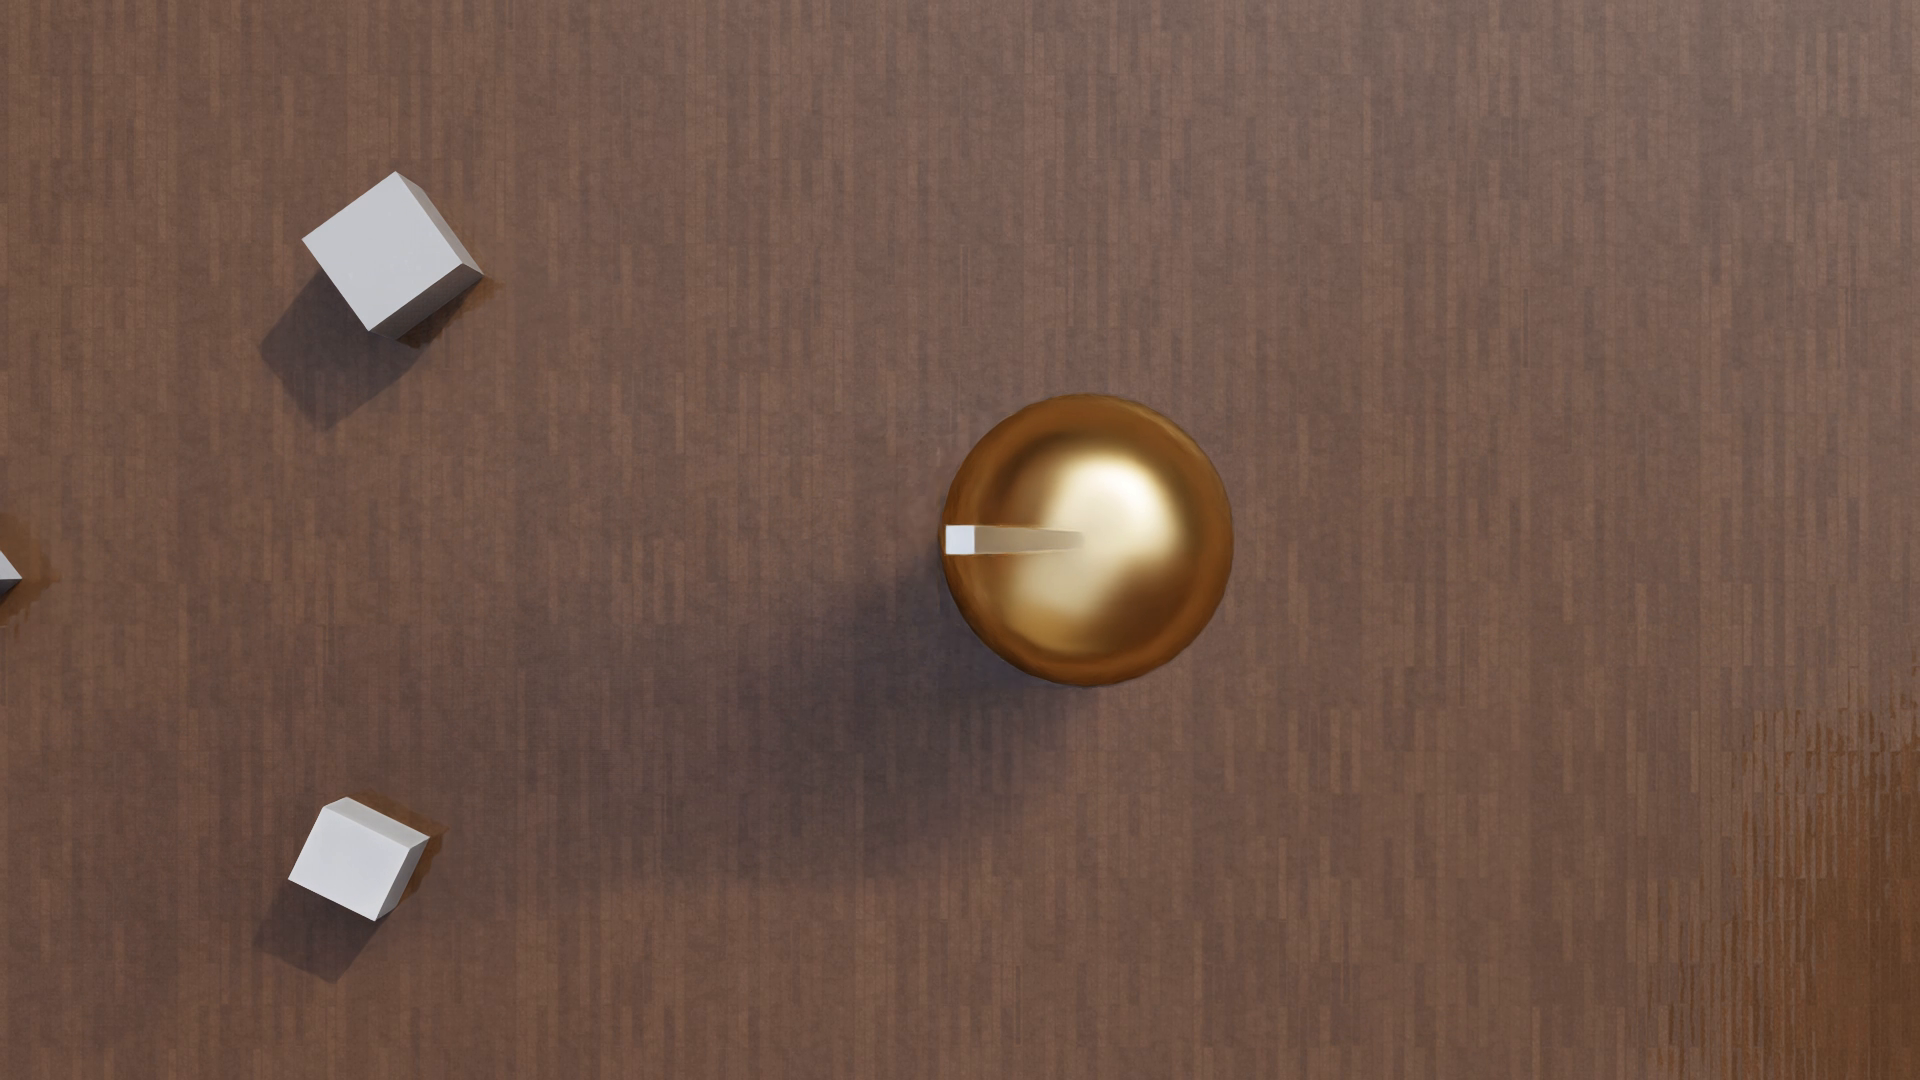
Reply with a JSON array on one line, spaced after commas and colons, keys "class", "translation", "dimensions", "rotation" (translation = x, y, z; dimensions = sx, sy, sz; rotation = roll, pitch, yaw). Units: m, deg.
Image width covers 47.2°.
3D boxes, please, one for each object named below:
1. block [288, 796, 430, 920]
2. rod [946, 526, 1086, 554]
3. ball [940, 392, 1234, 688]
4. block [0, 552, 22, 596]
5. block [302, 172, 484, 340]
[{"class": "block", "translation": [-3.479, 1.844, 12.761], "dimensions": [0.548, 0.479, 0.460], "rotation": [26, 90, 0]}, {"class": "rod", "translation": [0.299, 0.000, 8.584], "dimensions": [0.080, 5.200, 0.080], "rotation": [0, 90, 7]}, {"class": "ball", "translation": [0.689, 0.000, 11.961], "dimensions": [1.600, 1.600, 1.600], "rotation": [0, 90, 0]}, {"class": "block", "translation": [-5.933, 0.210, 12.702], "dimensions": [0.592, 0.595, 0.513], "rotation": [-38, 90, 0]}, {"class": "block", "translation": [-3.262, -1.631, 12.706], "dimensions": [0.655, 0.587, 0.641], "rotation": [-36, 90, 0]}]
